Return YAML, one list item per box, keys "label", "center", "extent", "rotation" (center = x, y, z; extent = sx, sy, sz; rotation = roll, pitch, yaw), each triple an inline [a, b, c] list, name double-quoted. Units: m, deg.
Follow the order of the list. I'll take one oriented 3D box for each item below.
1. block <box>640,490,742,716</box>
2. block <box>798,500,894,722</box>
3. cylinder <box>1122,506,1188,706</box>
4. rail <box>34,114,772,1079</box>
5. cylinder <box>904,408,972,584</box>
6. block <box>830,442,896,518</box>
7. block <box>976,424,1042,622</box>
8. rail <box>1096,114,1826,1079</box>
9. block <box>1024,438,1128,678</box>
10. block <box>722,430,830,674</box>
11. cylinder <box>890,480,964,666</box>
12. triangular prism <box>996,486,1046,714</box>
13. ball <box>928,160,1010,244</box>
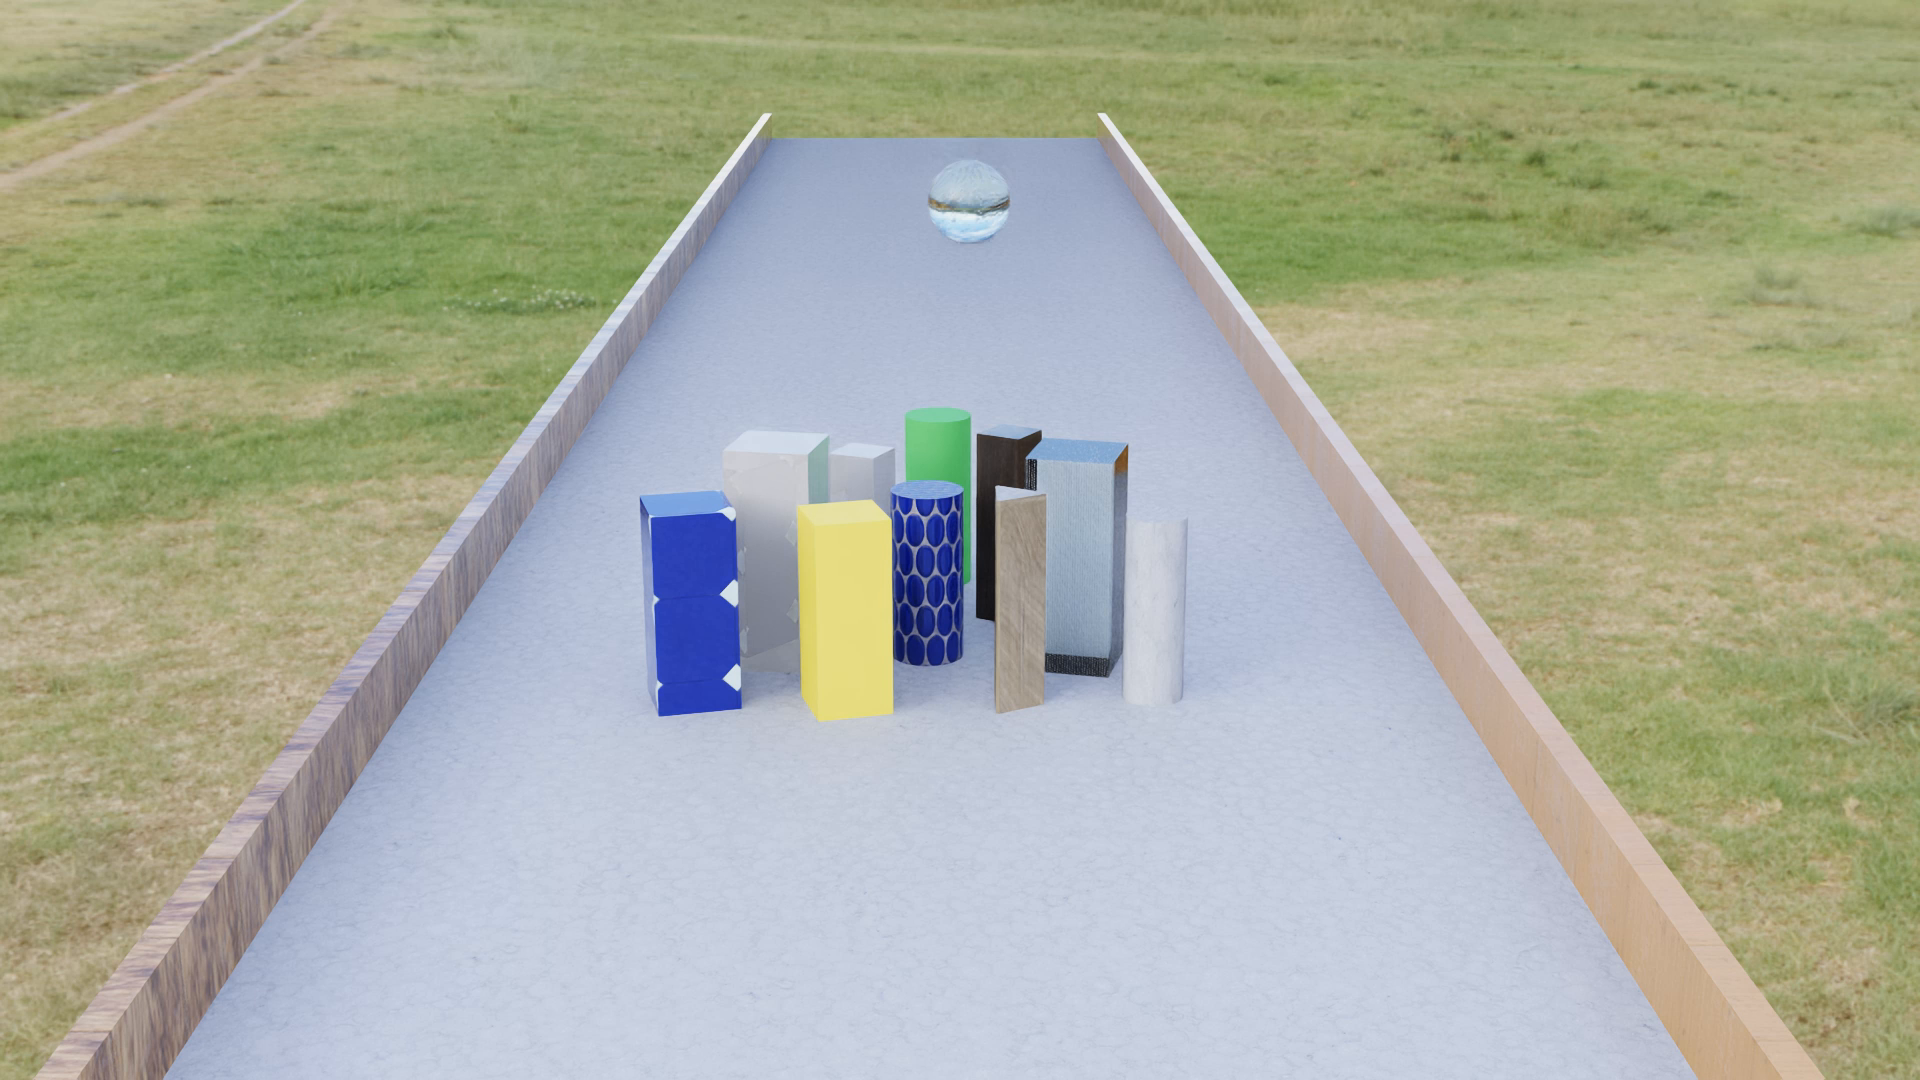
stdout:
- label: "block"
  center: [-0.509, 0.118, 4.151]
  extent: [0.157, 0.388, 0.157]
  rotation: [-4, 17, -15]
- label: "block"
  center: [-0.215, 0.131, 4.122]
  extent: [0.144, 0.379, 0.144]
  rotation: [-5, 17, -16]
- label: "cylinder"
  center: [0.369, 0.126, 4.169]
  extent: [0.117, 0.361, 0.117]
  rotation: [0, 17, 0]
- label: "rail"
  center: [-1.118, -0.838, 7.780]
  extent: [0.050, 0.150, 12.000]
  rotation: [0, 17, -1]
- label: "cylinder"
  center: [-0.048, -0.094, 4.882]
  extent: [0.146, 0.377, 0.146]
  rotation: [0, 17, 0]
- label: "block"
  center: [-0.205, -0.017, 4.656]
  extent: [0.103, 0.357, 0.103]
  rotation: [7, 18, 23]
- label: "block"
  center: [0.103, -0.033, 4.630]
  extent: [0.100, 0.403, 0.100]
  rotation: [9, 19, 29]
- label: "rail"
  center: [0.932, -0.844, 7.801]
  extent: [0.050, 0.150, 12.000]
  rotation: [0, 17, -1]
- label: "block"
  center: [0.229, 0.033, 4.355]
  extent: [0.172, 0.433, 0.172]
  rotation: [4, 17, 14]
- label: "block"
  center: [-0.358, 0.023, 4.366]
  extent: [0.169, 0.447, 0.169]
  rotation: [3, 17, 11]
- label: "cylinder"
  center: [-0.065, 0.065, 4.402]
  extent: [0.145, 0.345, 0.145]
  rotation: [0, 17, 0]
- label: "triangular prism"
  center: [0.092, 0.109, 4.133]
  extent: [0.105, 0.415, 0.091]
  rotation: [-10, 19, -29]
- label: "ball"
  center: [0.040, -1.465, 9.523]
  extent: [0.358, 0.358, 0.358]
  rotation: [0, 17, 0]
